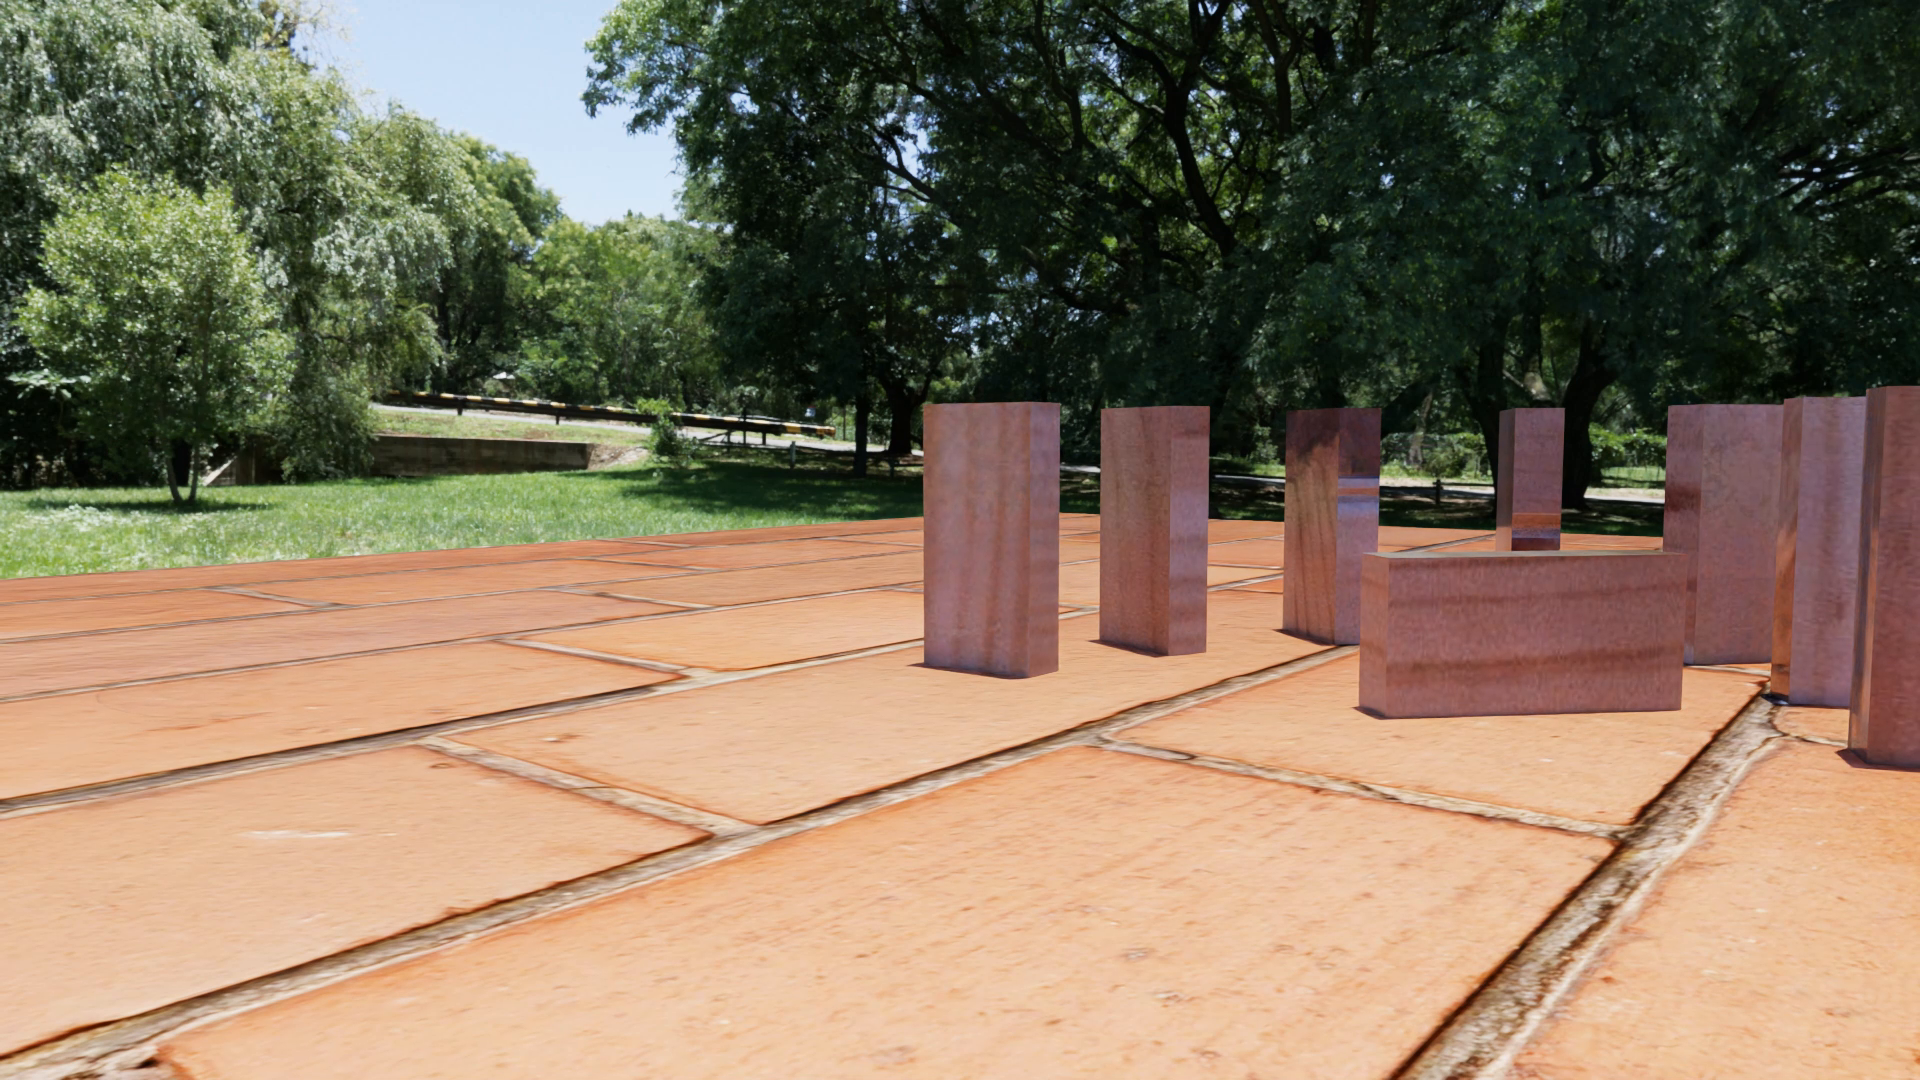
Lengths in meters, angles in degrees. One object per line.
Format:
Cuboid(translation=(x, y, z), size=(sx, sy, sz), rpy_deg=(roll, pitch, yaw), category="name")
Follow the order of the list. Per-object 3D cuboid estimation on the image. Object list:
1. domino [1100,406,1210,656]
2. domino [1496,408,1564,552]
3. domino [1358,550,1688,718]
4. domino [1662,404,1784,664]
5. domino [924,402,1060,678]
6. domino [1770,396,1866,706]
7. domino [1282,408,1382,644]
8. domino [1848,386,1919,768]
Cuboid(translation=(0.040, -0.003, 0.269), size=(0.010, 0.050, 0.025), rpy_deg=(-2, 5, -27), category="domino")
Cuboid(translation=(0.125, -0.004, 0.282), size=(0.010, 0.050, 0.025), rpy_deg=(1, 4, 16), category="domino")
Cuboid(translation=(0.090, 0.015, 0.206), size=(0.050, 0.025, 0.010), rpy_deg=(-1, 4, -8), category="domino")
Cuboid(translation=(0.153, -0.001, 0.253), size=(0.025, 0.050, 0.009), rpy_deg=(-1, 4, -11), category="domino")
Cuboid(translation=(0.006, -0.001, 0.243), size=(0.025, 0.050, 0.009), rpy_deg=(3, 5, 38), category="domino")
Cuboid(translation=(0.149, 0.002, 0.209), size=(0.025, 0.050, 0.009), rpy_deg=(1, 4, 17), category="domino")
Cuboid(translation=(0.082, -0.004, 0.283), size=(0.009, 0.050, 0.025), rpy_deg=(-1, 4, -11), category="domino")
Cuboid(translation=(0.134, 0.005, 0.169), size=(0.025, 0.050, 0.009), rpy_deg=(2, 5, 22), category="domino")
